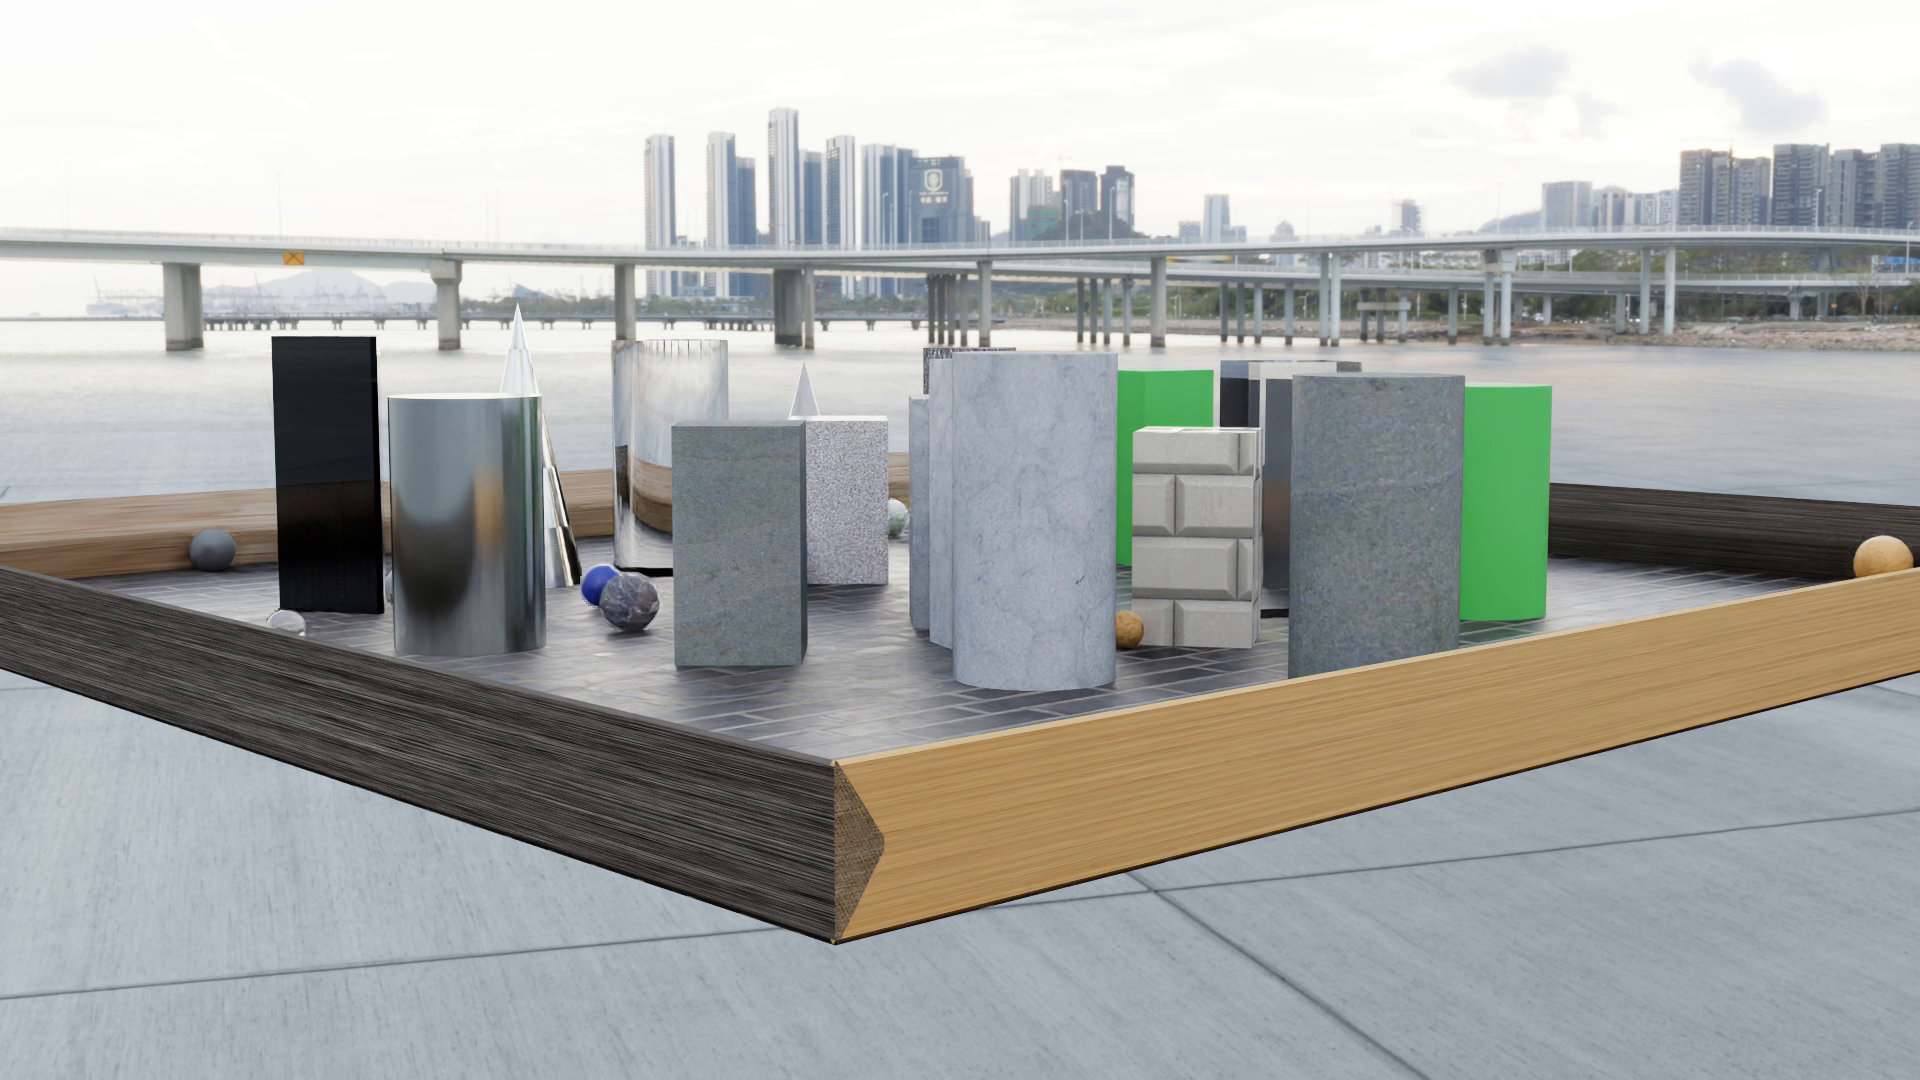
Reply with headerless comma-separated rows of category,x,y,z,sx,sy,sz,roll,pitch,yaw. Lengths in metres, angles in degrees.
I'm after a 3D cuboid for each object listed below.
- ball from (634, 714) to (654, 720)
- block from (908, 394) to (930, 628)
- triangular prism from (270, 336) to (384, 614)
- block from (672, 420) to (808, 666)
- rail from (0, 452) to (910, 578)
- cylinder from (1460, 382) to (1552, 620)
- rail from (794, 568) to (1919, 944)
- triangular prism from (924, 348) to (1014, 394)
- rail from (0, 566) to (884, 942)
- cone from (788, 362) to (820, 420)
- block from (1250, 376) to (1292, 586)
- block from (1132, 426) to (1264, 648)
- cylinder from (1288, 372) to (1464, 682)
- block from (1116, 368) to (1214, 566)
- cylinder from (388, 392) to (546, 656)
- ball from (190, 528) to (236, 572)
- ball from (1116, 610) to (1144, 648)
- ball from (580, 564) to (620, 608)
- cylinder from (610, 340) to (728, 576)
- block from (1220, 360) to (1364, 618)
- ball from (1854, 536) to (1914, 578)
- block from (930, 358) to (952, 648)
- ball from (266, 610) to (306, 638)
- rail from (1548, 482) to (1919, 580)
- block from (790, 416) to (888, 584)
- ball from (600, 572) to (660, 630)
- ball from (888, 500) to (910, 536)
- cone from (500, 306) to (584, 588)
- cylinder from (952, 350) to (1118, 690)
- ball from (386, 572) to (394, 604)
ball,-0.286,0.199,1.895,0.100,0.100,0.100,0,6,0
block,0.009,-0.045,3.162,0.160,0.323,0.160,0,6,-3
triangular prism,-0.914,-0.104,3.317,0.173,0.408,0.150,2,6,17
block,-0.282,0.000,2.837,0.160,0.302,0.160,0,6,-1
rail,-0.841,-0.061,4.238,2.570,0.130,0.045,-5,8,-42
cylinder,0.770,-0.062,3.258,0.200,0.337,0.200,0,6,0
rail,0.841,0.128,2.426,2.570,0.130,0.045,-5,8,-42
triangular prism,0.050,-0.145,3.840,0.173,0.381,0.150,5,7,37
rail,-0.927,0.122,2.481,0.045,0.130,2.527,-5,8,-42
cone,-0.280,-0.147,3.979,0.200,0.357,0.200,0,6,0
block,0.590,-0.100,3.624,0.160,0.337,0.160,5,8,42
block,0.324,-0.008,2.993,0.160,0.285,0.160,1,6,12
cylinder,0.491,-0.010,2.601,0.200,0.370,0.200,0,6,0
block,0.338,-0.134,3.928,0.160,0.341,0.160,-4,7,-35
cylinder,-0.654,-0.025,2.925,0.200,0.333,0.200,0,6,0
ball,-1.280,0.017,3.767,0.076,0.076,0.076,0,6,0
ball,0.218,0.119,2.908,0.051,0.051,0.051,0,6,0
ball,-0.538,0.069,3.314,0.066,0.066,0.066,0,6,0
cylinder,-0.496,-0.145,3.774,0.200,0.396,0.200,0,6,0
block,0.489,-0.080,3.270,0.160,0.371,0.160,-1,6,-14
ball,1.471,0.038,3.501,0.087,0.087,0.087,0,6,0
block,0.063,-0.048,2.916,0.160,0.381,0.160,-2,6,-22
ball,-0.894,0.118,2.918,0.050,0.050,0.050,0,6,0
rail,0.927,-0.055,4.183,0.045,0.130,2.527,-5,8,-42
block,-0.201,-0.070,3.672,0.160,0.267,0.160,0,6,-3
ball,-0.461,0.085,3.071,0.083,0.083,0.083,0,6,0
ball,-0.137,-0.045,4.367,0.073,0.073,0.073,0,6,0
cone,-0.720,-0.159,3.601,0.200,0.459,0.200,0,6,0
cylinder,0.090,-0.029,2.668,0.200,0.395,0.200,0,6,0
ball,-0.820,0.070,3.277,0.070,0.070,0.070,0,6,0
